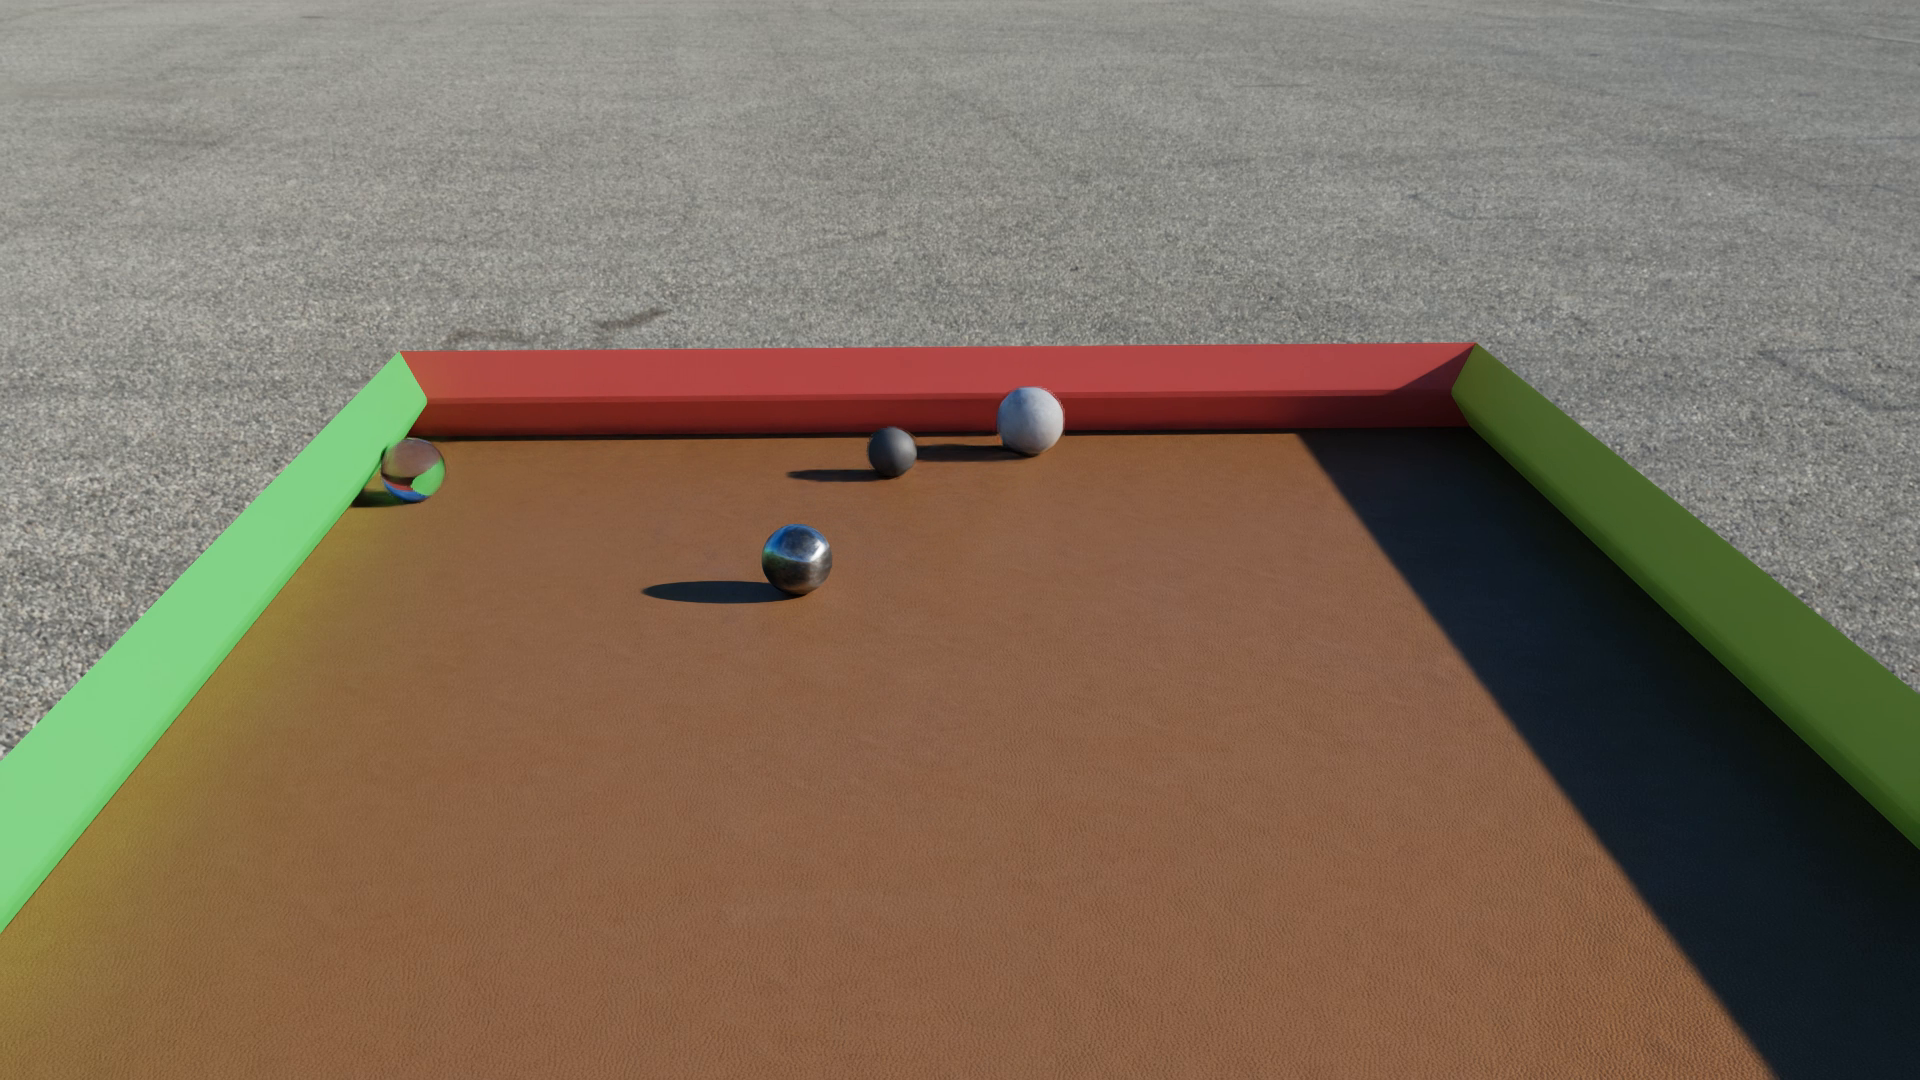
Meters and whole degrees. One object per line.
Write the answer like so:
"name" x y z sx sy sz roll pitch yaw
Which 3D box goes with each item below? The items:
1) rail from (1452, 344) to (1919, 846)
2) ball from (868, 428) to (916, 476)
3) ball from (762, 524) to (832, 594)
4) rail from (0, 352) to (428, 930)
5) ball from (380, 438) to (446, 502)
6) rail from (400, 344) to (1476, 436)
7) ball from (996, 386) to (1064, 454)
"rail" 0.781 0.168 1.936 0.045 0.124 2.692 -1 17 -2
"ball" -0.092 -0.118 2.968 0.066 0.066 0.066 0 17 0
"ball" -0.184 0.022 2.487 0.081 0.081 0.081 0 17 0
"rail" -0.730 0.185 1.881 0.045 0.124 2.692 -1 17 -2
"ball" -0.709 -0.091 2.850 0.083 0.083 0.083 0 17 0
"rail" -0.025 -0.212 3.172 1.560 0.124 0.045 -1 17 -2
"ball" 0.098 -0.167 3.075 0.095 0.095 0.095 0 17 0
